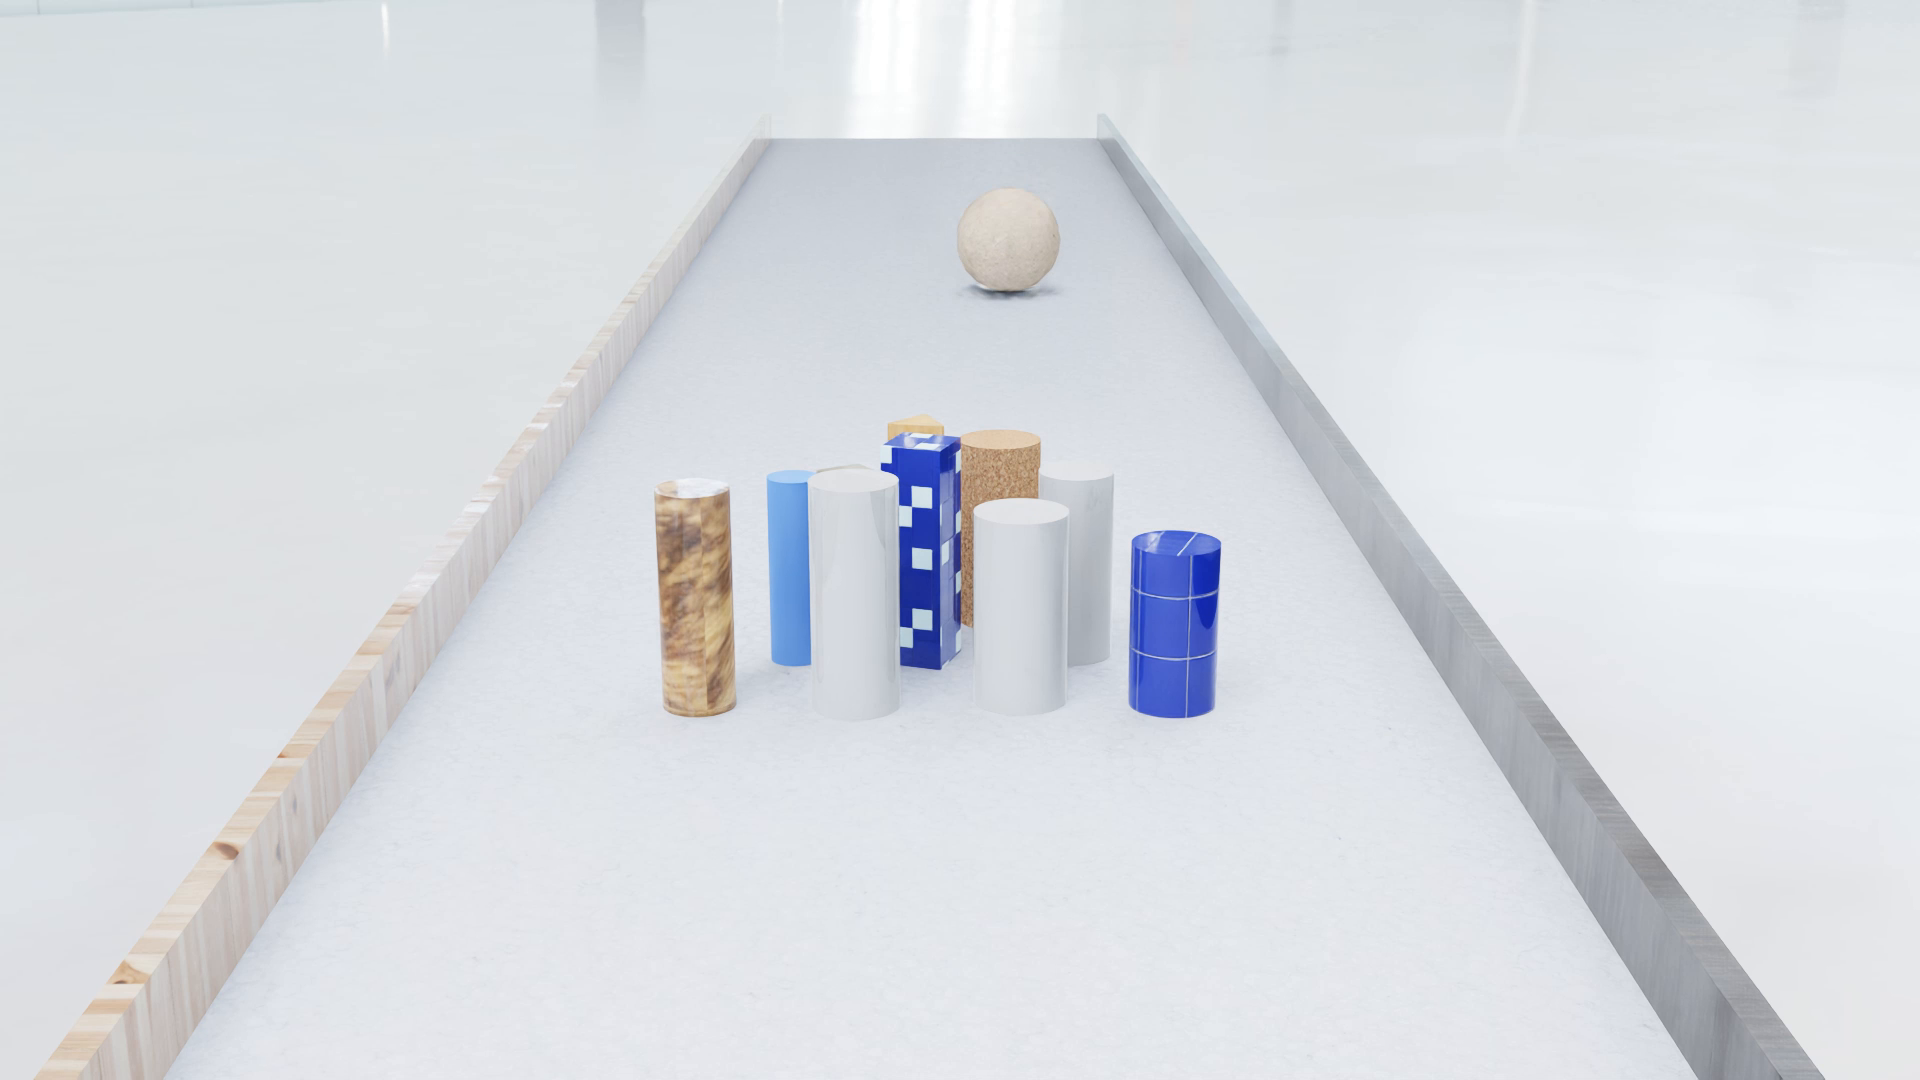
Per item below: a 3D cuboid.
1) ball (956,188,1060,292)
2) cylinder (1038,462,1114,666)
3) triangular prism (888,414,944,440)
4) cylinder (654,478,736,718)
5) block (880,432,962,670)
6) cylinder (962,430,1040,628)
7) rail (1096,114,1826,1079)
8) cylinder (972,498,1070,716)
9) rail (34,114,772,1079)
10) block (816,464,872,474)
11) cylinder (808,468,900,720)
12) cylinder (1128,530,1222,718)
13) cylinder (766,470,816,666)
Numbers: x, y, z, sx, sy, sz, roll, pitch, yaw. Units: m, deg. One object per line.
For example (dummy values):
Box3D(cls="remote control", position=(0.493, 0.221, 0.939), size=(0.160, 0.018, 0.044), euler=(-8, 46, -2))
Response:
Box3D(cls="ball", position=(0.184, -1.144, 8.376), size=(0.397, 0.397, 0.397), euler=(0, 17, 0))
Box3D(cls="cylinder", position=(0.231, 0.046, 4.403), size=(0.151, 0.382, 0.151), euler=(0, 17, 0))
Box3D(cls="triangular prism", position=(-0.087, -0.090, 4.885), size=(0.124, 0.367, 0.107), euler=(3, 17, 11))
Box3D(cls="cylinder", position=(-0.494, 0.108, 4.117), size=(0.139, 0.425, 0.139), euler=(0, 17, 0))
Box3D(cls="block", position=(-0.076, 0.022, 4.370), size=(0.123, 0.447, 0.123), euler=(6, 17, 19))
Box3D(cls="cylinder", position=(0.083, -0.021, 4.612), size=(0.170, 0.392, 0.170), euler=(0, 17, 0))
Box3D(cls="rail", position=(0.932, -0.844, 7.801), size=(0.050, 0.150, 12.000), euler=(0, 17, -1))
Box3D(cls="cylinder", position=(0.114, 0.125, 4.153), size=(0.180, 0.373, 0.180), euler=(0, 17, 0))
Box3D(cls="rail", position=(-1.118, -0.838, 7.780), size=(0.050, 0.150, 12.000), euler=(0, 17, -1))
Box3D(cls="block", position=(-0.232, 0.005, 4.664), size=(0.103, 0.310, 0.103), euler=(-10, 19, -31))
Box3D(cls="cylinder", position=(-0.197, 0.101, 4.113), size=(0.168, 0.441, 0.168), euler=(0, 17, 0))
Box3D(cls="cylinder", position=(0.403, 0.157, 4.139), size=(0.168, 0.318, 0.168), euler=(0, 17, 0))
Box3D(cls="cylinder", position=(-0.329, 0.056, 4.375), size=(0.103, 0.378, 0.103), euler=(0, 17, 0))
